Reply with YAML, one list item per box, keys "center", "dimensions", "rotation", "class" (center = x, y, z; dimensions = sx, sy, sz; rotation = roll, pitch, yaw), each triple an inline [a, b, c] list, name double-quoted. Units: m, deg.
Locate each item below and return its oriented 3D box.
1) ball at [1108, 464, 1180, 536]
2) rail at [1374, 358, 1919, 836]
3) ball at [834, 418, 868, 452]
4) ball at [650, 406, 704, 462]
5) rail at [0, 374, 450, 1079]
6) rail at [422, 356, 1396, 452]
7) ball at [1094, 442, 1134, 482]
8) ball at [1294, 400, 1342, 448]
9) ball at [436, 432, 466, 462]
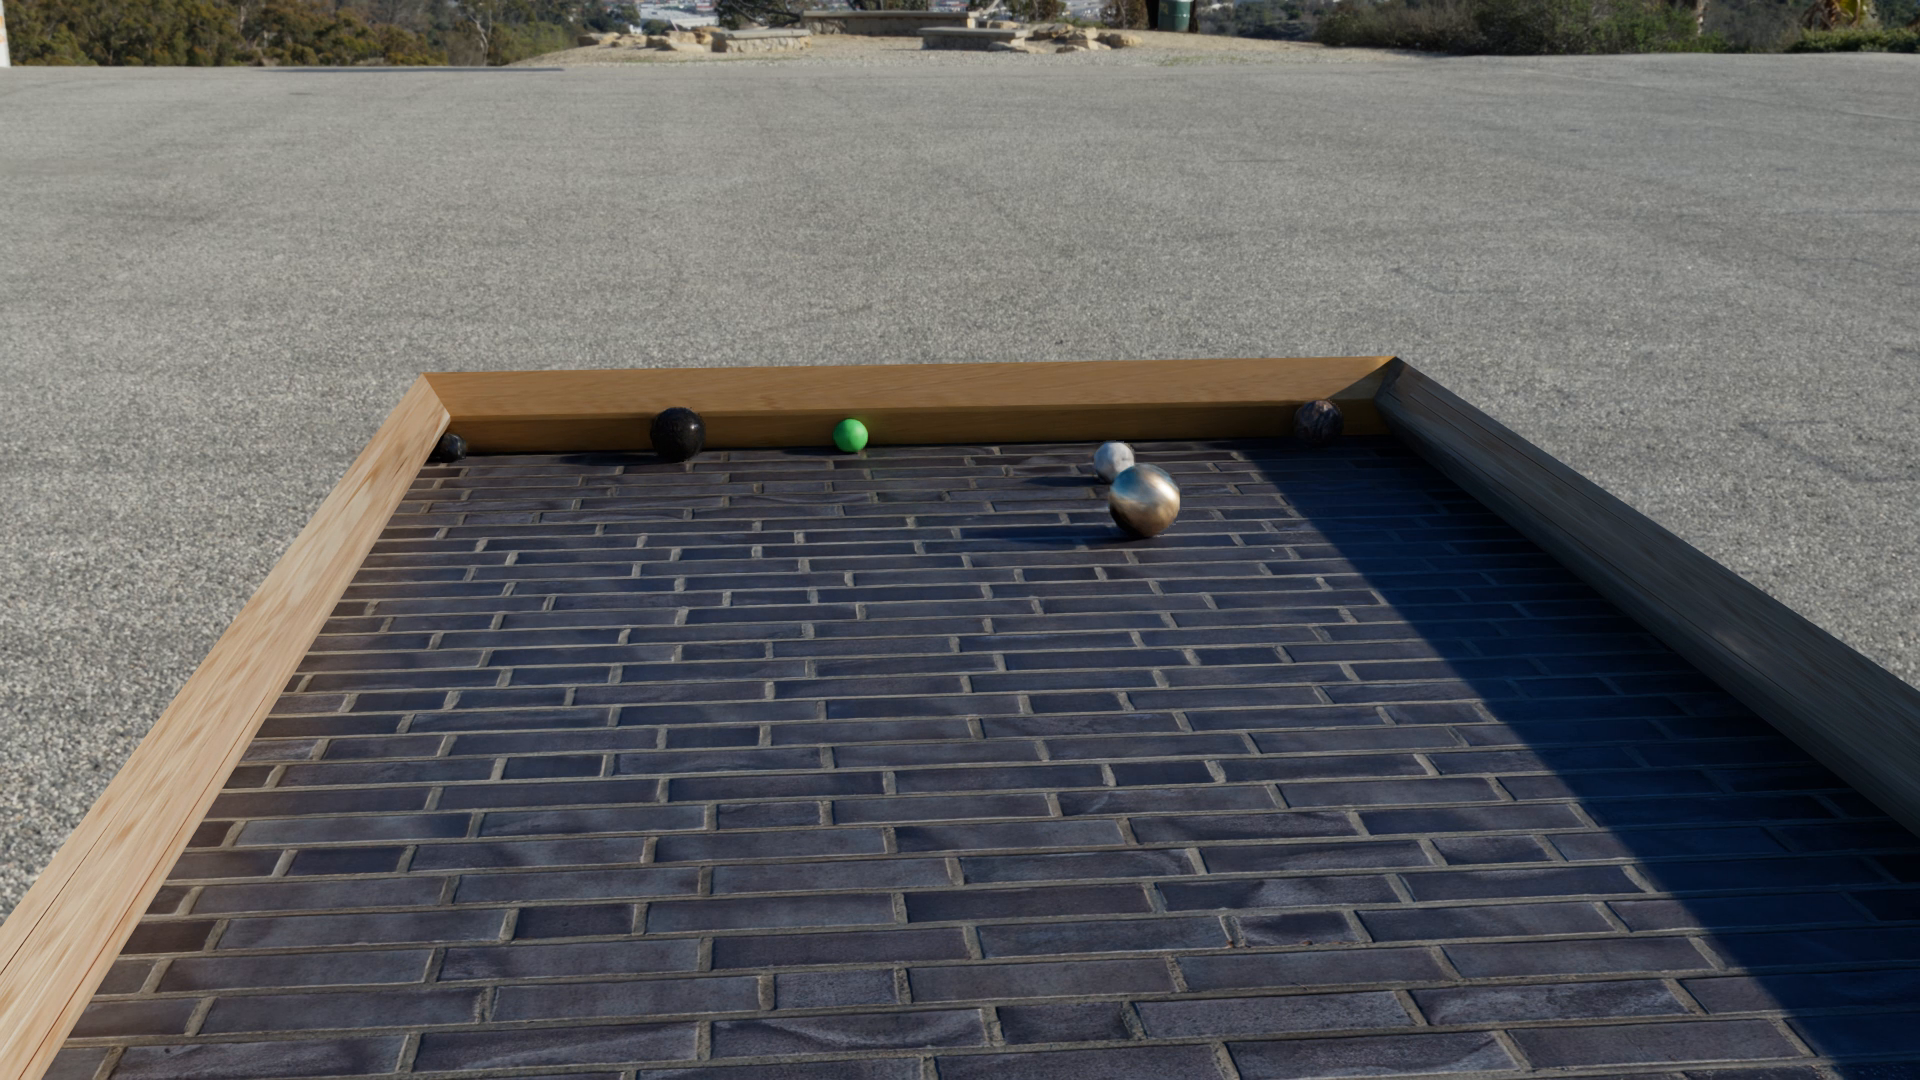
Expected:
- center: [0.237, -0.051, 2.827]
  dimensions: [0.093, 0.093, 0.093]
  rotation: [0, 15, 0]
  class: "ball"
- center: [0.777, 0.134, 2.089]
  dimensions: [0.045, 0.121, 2.746]
  rotation: [-1, 15, -5]
  class: "rail"
- center: [-0.163, -0.156, 3.293]
  dimensions: [0.051, 0.051, 0.051]
  rotation: [0, 15, 0]
  class: "ball"
- center: [-0.416, -0.156, 3.239]
  dimensions: [0.080, 0.080, 0.080]
  rotation: [0, 15, 0]
  class: "ball"
- center: [-0.650, 0.169, 1.961]
  dimensions: [0.045, 0.121, 2.746]
  rotation: [-1, 15, -5]
  class: "rail"
- center: [-0.061, -0.201, 3.322]
  dimensions: [1.480, 0.121, 0.045]
  rotation: [-1, 15, -5]
  class: "rail"
- center: [0.218, -0.110, 3.112]
  dimensions: [0.058, 0.058, 0.058]
  rotation: [0, 15, 0]
  class: "ball"
- center: [0.541, -0.177, 3.330]
  dimensions: [0.072, 0.072, 0.072]
  rotation: [0, 15, 0]
  class: "ball"
- center: [-0.749, -0.136, 3.237]
  dimensions: [0.044, 0.044, 0.044]
  rotation: [0, 15, 0]
  class: "ball"
